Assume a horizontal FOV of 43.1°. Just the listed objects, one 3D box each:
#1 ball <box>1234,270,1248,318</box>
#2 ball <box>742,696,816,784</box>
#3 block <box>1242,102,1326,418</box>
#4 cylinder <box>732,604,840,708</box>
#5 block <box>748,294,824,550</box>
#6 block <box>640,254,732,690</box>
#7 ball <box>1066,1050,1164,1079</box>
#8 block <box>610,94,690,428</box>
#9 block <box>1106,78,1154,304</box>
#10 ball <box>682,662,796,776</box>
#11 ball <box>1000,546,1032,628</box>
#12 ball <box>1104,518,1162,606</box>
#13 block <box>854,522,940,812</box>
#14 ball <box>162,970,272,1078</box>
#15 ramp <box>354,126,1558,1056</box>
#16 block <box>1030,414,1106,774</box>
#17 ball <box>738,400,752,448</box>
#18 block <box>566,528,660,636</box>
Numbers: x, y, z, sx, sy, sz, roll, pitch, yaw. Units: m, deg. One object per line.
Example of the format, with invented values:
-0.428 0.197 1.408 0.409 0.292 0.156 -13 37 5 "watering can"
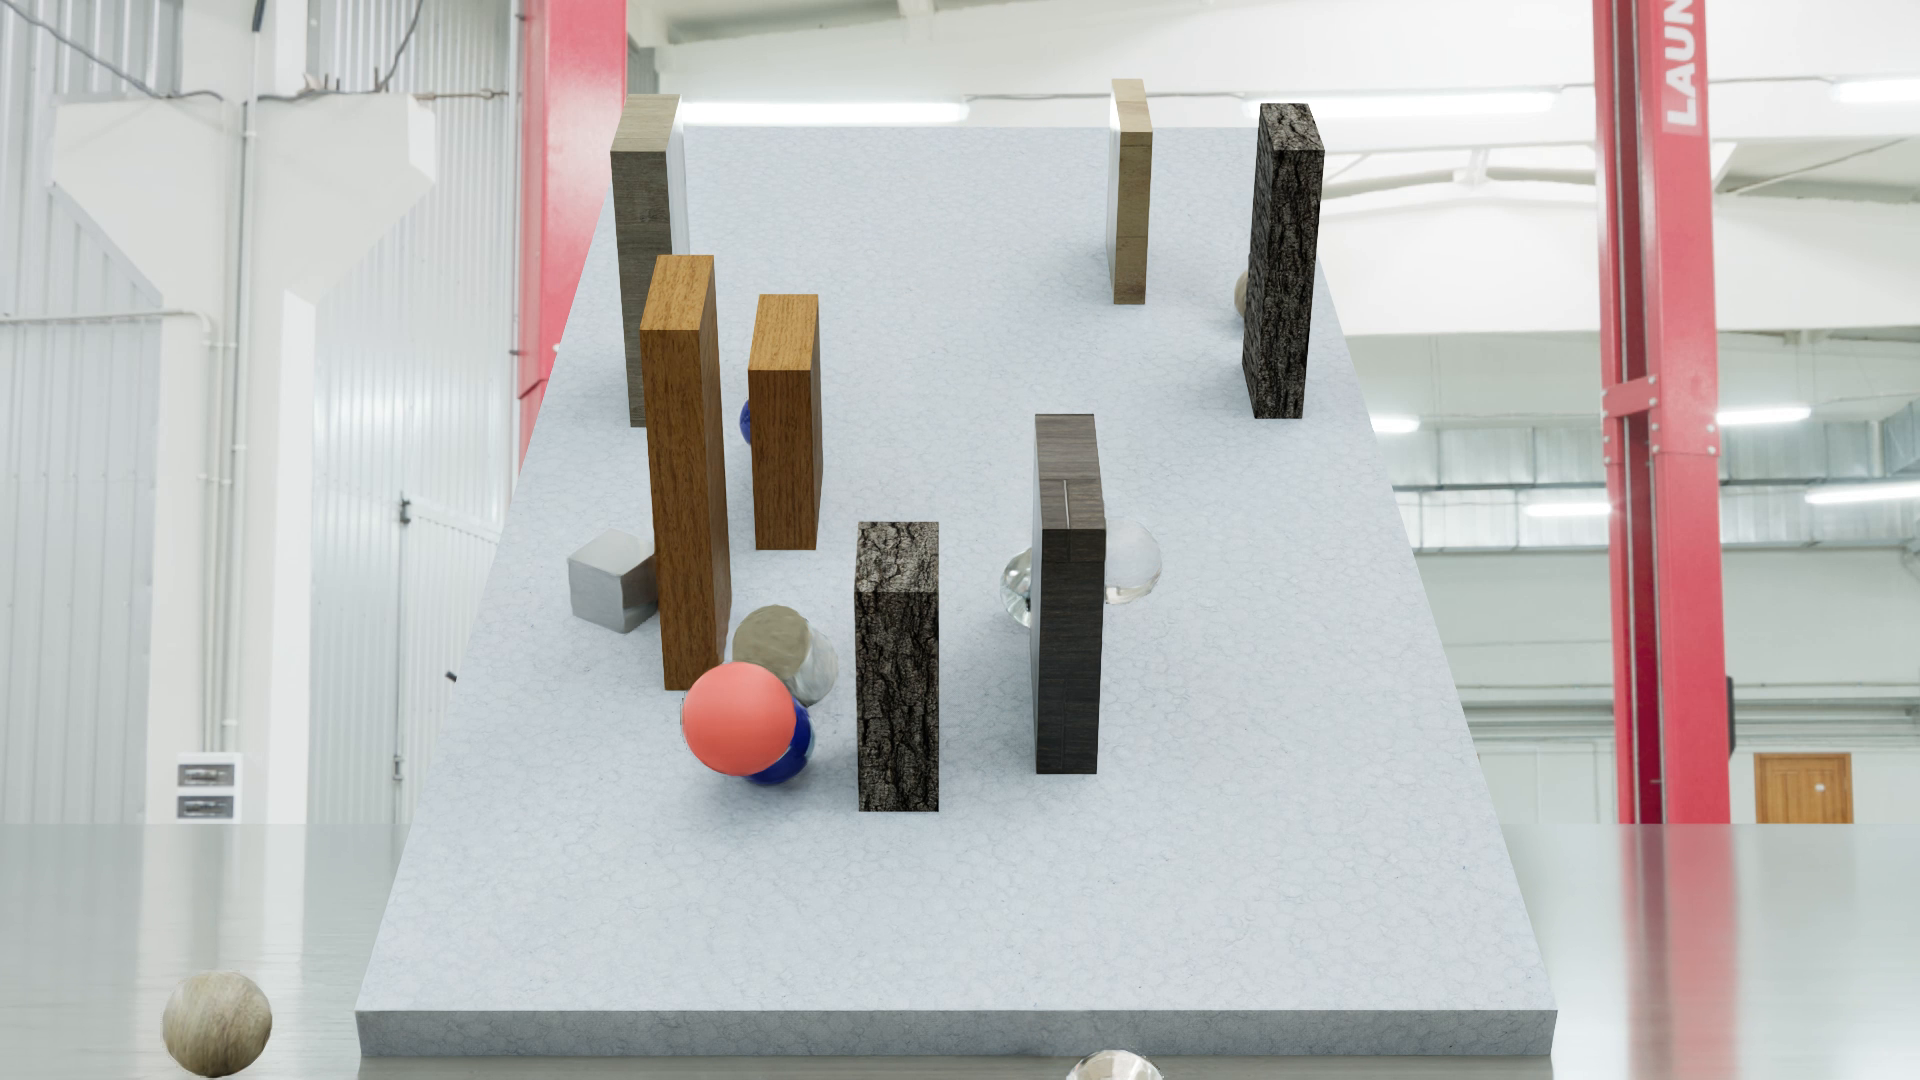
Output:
0.785 -0.630 6.243 0.161 0.161 0.161 0 -7 0 "ball"
-0.359 0.369 4.549 0.177 0.177 0.177 0 -7 0 "ball"
0.765 -0.662 5.785 0.115 0.686 0.298 0 31 0 "block"
-0.339 0.229 4.734 0.162 0.162 0.162 -2 -20 17 "cylinder"
-0.380 -0.262 5.348 0.131 0.440 0.372 0 31 0 "block"
-0.533 -0.127 4.776 0.108 0.795 0.332 0 31 0 "block"
0.179 0.656 2.813 0.130 0.130 0.130 0 -7 0 "ball"
-0.722 -0.661 5.761 0.125 0.699 0.361 0 31 0 "block"
0.445 -0.923 6.422 0.082 0.480 0.385 0 31 0 "block"
-0.398 0.322 4.368 0.205 0.205 0.205 0 -7 0 "ball"
0.169 0.099 5.007 0.175 0.175 0.175 0 -7 0 "ball"
0.324 0.045 4.941 0.176 0.176 0.176 0 -7 0 "ball"
-0.113 0.234 4.480 0.148 0.481 0.243 0 31 0 "block"
-1.147 0.747 3.752 0.164 0.164 0.164 0 -7 0 "ball"
-0.014 -0.202 5.777 2.000 0.100 4.000 0 31 0 "ramp"
0.202 0.100 4.650 0.115 0.540 0.439 0 31 0 "block"
-0.437 -0.274 5.647 0.154 0.154 0.154 0 -7 0 "ball"
-0.712 0.085 5.055 0.142 0.142 0.142 18 35 27 "block"
